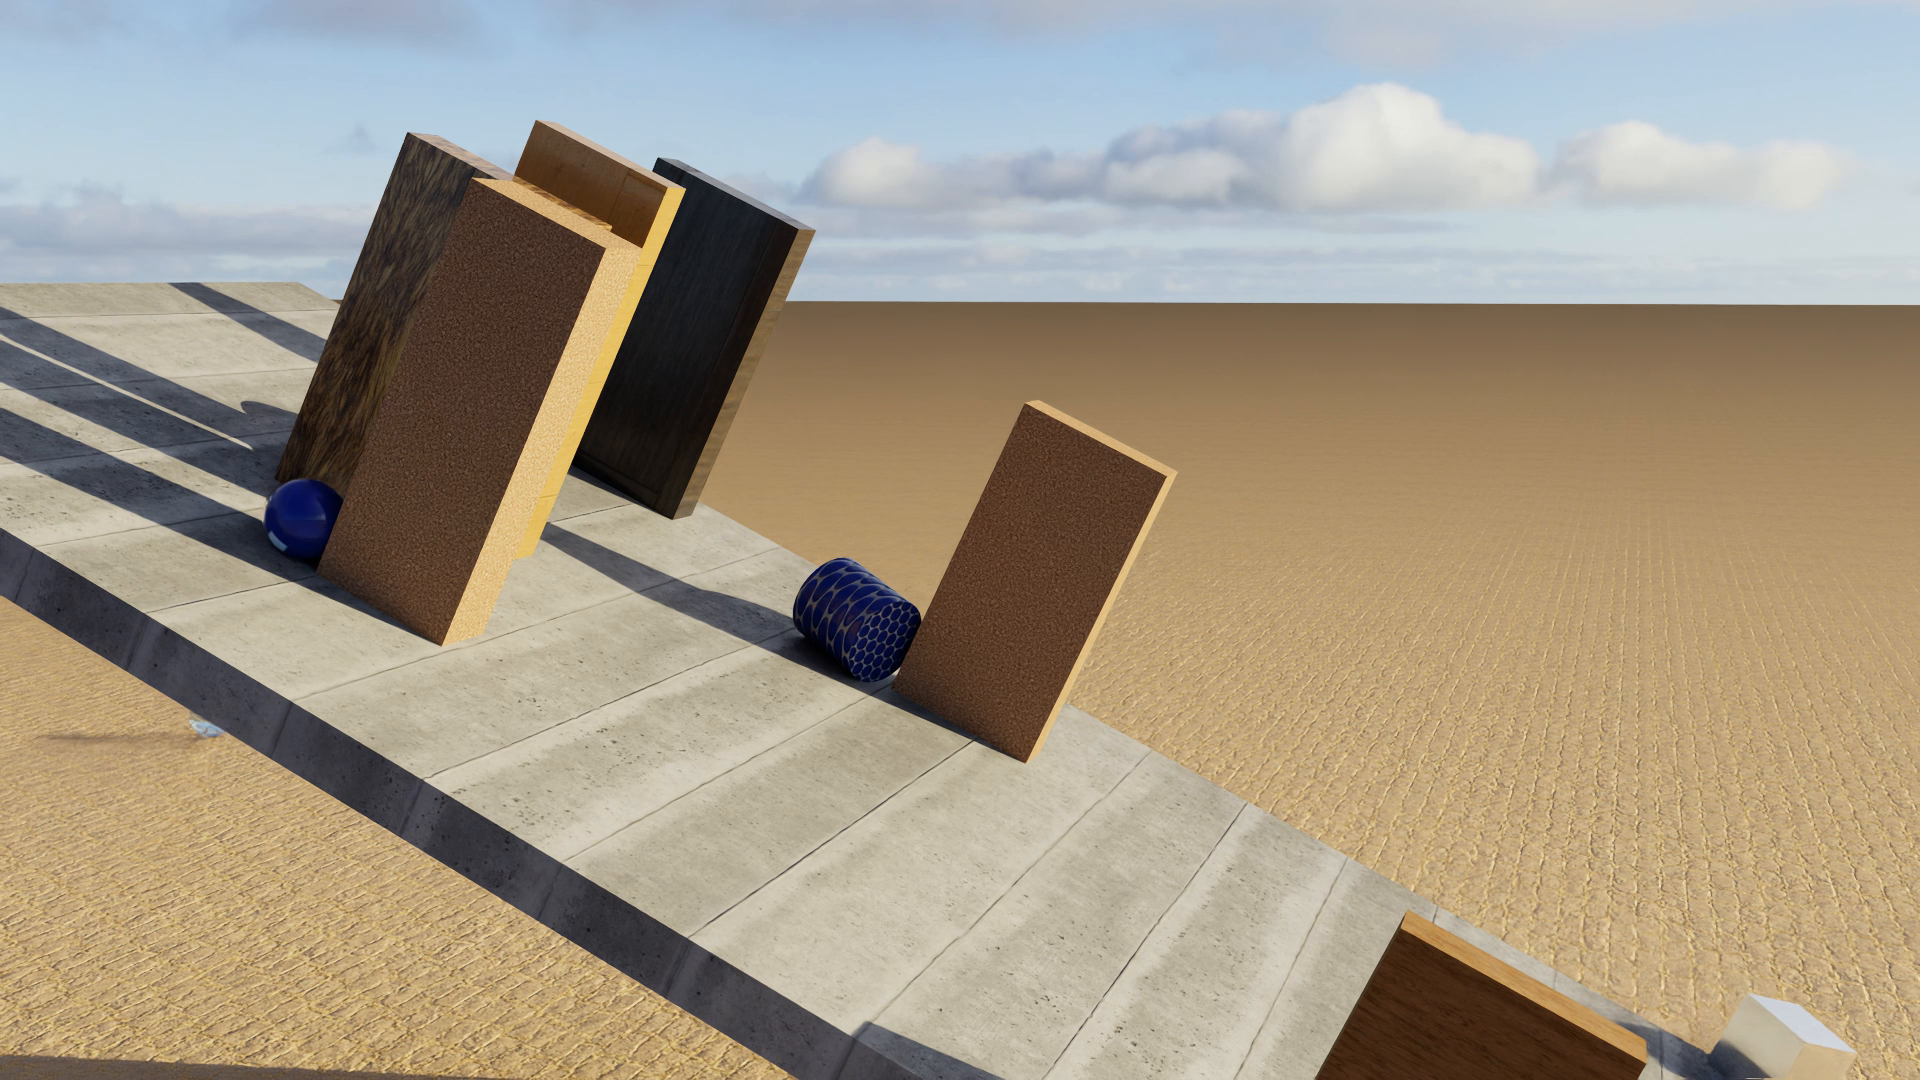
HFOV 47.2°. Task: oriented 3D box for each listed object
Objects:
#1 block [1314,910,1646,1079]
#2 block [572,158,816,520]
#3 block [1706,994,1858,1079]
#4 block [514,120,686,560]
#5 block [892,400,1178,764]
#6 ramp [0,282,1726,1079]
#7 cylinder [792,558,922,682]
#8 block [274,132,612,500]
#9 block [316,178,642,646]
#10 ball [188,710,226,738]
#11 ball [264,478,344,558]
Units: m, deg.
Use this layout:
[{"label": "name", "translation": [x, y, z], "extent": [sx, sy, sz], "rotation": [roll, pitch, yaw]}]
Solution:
[{"label": "block", "translation": [0.678, 0.825, 3.089], "extent": [0.365, 0.483, 0.095], "rotation": [28, 14, 12]}, {"label": "block", "translation": [-0.653, -0.459, 5.039], "extent": [0.375, 0.730, 0.108], "rotation": [28, 14, 12]}, {"label": "block", "translation": [1.726, 1.087, 4.622], "extent": [0.174, 0.174, 0.174], "rotation": [17, 16, -31]}, {"label": "block", "translation": [-0.833, -0.387, 4.301], "extent": [0.303, 0.799, 0.082], "rotation": [28, 14, 12]}, {"label": "block", "translation": [0.149, 0.086, 4.540], "extent": [0.327, 0.669, 0.107], "rotation": [28, 14, 12]}, {"label": "ramp", "translation": [-0.255, 0.432, 4.165], "extent": [4.000, 0.100, 2.000], "rotation": [28, 14, 12]}, {"label": "cylinder", "translation": [-0.216, 0.167, 4.609], "extent": [0.193, 0.193, 0.193], "rotation": [-7, 33, -44]}, {"label": "block", "translation": [-0.968, -0.345, 4.093], "extent": [0.392, 0.711, 0.108], "rotation": [28, 14, 12]}, {"label": "block", "translation": [-0.829, -0.217, 3.775], "extent": [0.271, 0.749, 0.141], "rotation": [28, 14, 12]}, {"label": "ball", "translation": [-2.997, 0.704, 8.813], "extent": [0.175, 0.175, 0.175], "rotation": [0, 7, 0]}, {"label": "ball", "translation": [-1.145, -0.039, 3.848], "extent": [0.140, 0.140, 0.140], "rotation": [0, 7, 0]}]
